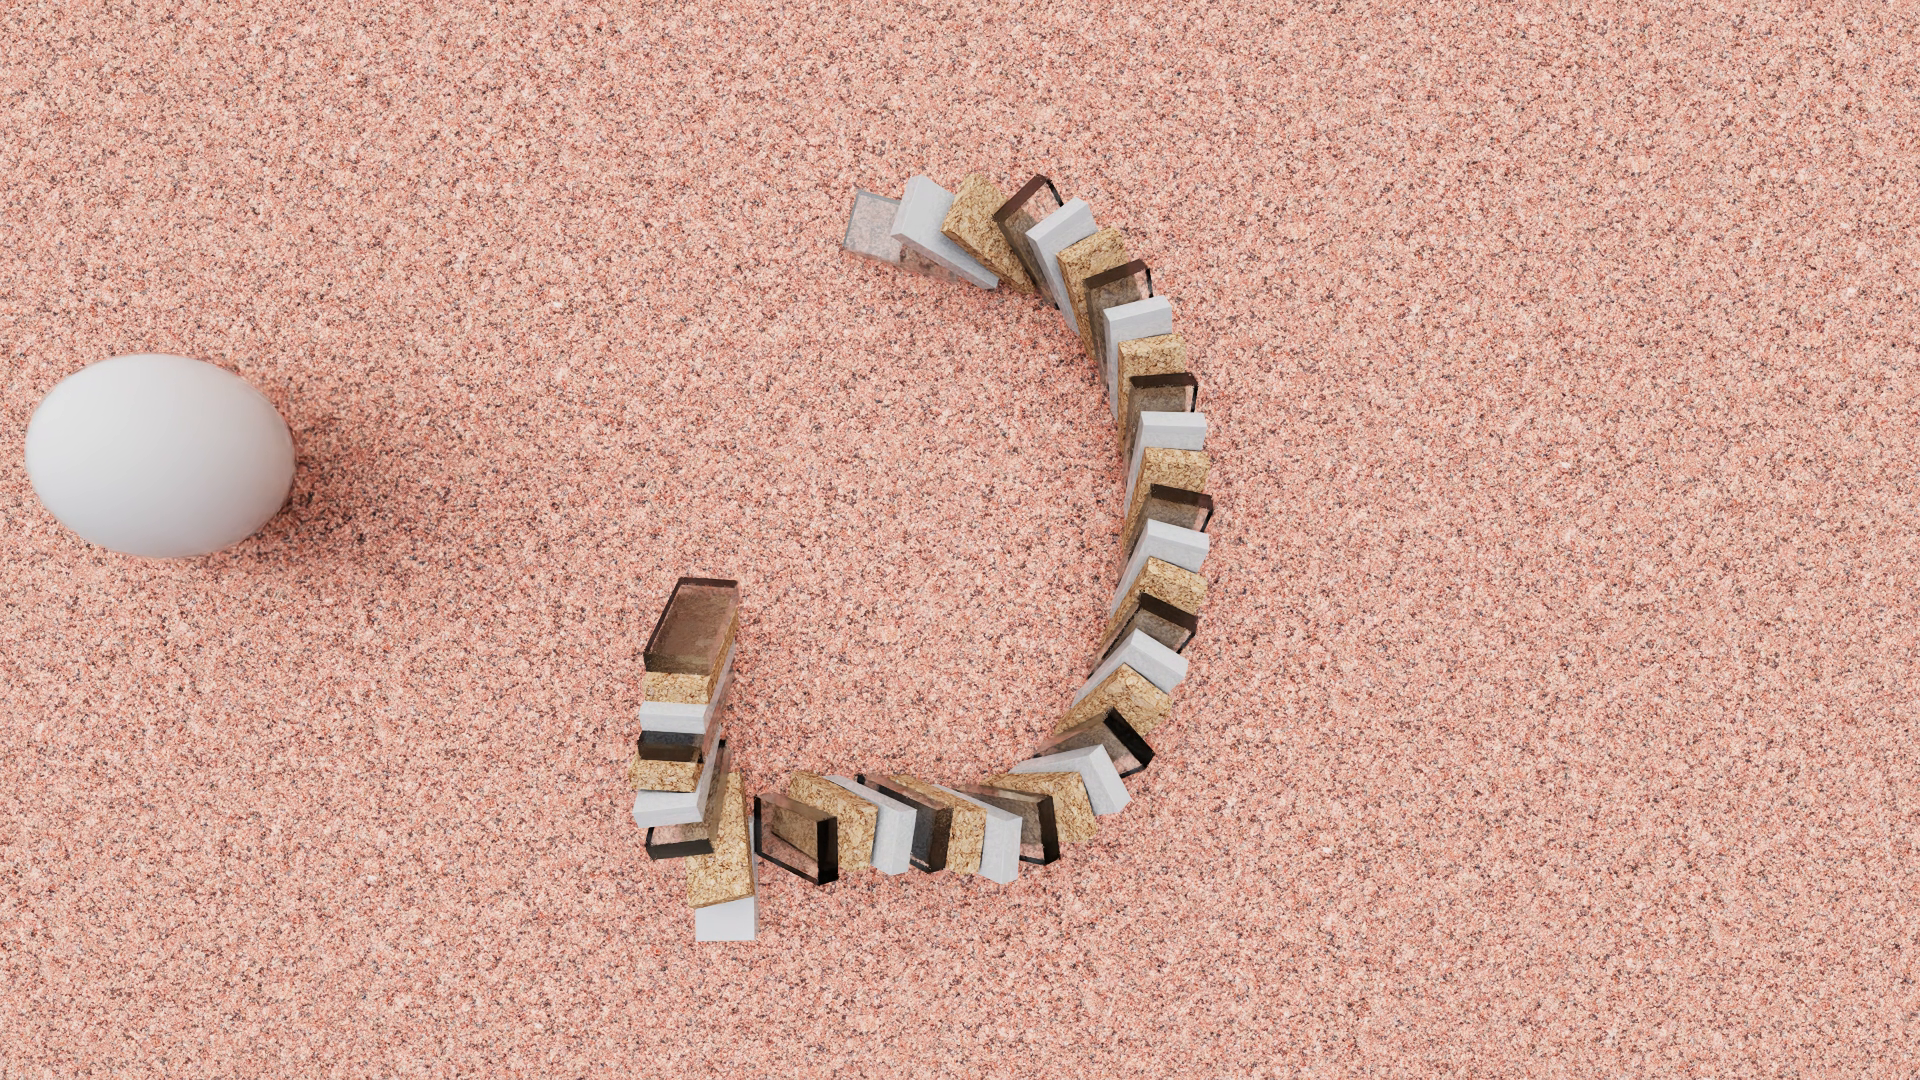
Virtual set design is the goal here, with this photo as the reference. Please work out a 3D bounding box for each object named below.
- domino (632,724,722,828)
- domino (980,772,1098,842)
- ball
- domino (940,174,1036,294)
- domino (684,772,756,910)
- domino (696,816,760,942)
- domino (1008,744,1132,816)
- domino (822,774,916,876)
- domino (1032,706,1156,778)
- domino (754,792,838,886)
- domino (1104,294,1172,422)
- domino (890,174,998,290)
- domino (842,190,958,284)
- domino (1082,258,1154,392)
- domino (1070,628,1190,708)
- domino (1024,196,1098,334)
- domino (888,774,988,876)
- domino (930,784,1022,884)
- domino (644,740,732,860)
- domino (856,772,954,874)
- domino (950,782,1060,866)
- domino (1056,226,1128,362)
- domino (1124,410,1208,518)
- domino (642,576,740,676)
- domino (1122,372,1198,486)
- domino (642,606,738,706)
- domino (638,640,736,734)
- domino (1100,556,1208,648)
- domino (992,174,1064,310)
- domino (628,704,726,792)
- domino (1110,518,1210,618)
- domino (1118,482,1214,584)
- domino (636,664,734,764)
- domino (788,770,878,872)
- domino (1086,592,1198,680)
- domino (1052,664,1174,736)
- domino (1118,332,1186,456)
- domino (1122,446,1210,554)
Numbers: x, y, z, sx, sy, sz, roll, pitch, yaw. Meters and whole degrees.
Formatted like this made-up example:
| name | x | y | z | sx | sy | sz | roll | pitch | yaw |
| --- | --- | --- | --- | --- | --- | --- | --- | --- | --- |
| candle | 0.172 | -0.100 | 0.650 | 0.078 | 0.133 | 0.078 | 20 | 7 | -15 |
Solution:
| name | x | y | z | sx | sy | sz | roll | pitch | yaw |
| --- | --- | --- | --- | --- | --- | --- | --- | --- | --- |
| domino | -0.115 | 0.094 | 0.377 | 0.025 | 0.050 | 0.009 | -6 | 125 | 0 |
| domino | 0.032 | 0.110 | 0.379 | 0.009 | 0.050 | 0.025 | -18 | 90 | -43 |
| ball | -0.310 | -0.032 | 0.360 | 0.080 | 0.080 | 0.080 | 0 | 90 | 0 |
| domino | 0.017 | -0.126 | 0.380 | 0.050 | 0.009 | 0.025 | 25 | 90 | -42 |
| domino | -0.101 | 0.125 | 0.383 | 0.025 | 0.010 | 0.050 | -11 | 62 | -5 |
| domino | -0.101 | 0.146 | 0.395 | 0.025 | 0.010 | 0.050 | -1 | 90 | 0 |
| domino | 0.044 | 0.101 | 0.378 | 0.010 | 0.050 | 0.025 | -28 | 90 | -43 |
| domino | -0.040 | 0.117 | 0.379 | 0.050 | 0.010 | 0.025 | 8 | 90 | 44 |
| domino | 0.054 | 0.089 | 0.378 | 0.025 | 0.050 | 0.010 | 48 | 48 | 0 |
| domino | -0.068 | 0.122 | 0.378 | 0.010 | 0.050 | 0.025 | -1 | 90 | -41 |
| domino | 0.074 | -0.074 | 0.380 | 0.025 | 0.010 | 0.050 | -14 | 133 | 0 |
| domino | -0.003 | -0.127 | 0.382 | 0.050 | 0.009 | 0.025 | 20 | 88 | -35 |
| domino | -0.023 | -0.131 | 0.395 | 0.050 | 0.010 | 0.025 | 16 | 90 | 0 |
| domino | 0.068 | -0.088 | 0.379 | 0.025 | 0.009 | 0.050 | -20 | 133 | 0 |
| domino | 0.070 | 0.060 | 0.380 | 0.025 | 0.009 | 0.050 | 32 | 133 | 0 |
| domino | 0.048 | -0.112 | 0.379 | 0.025 | 0.010 | 0.050 | -36 | 134 | 0 |
| domino | -0.012 | 0.117 | 0.379 | 0.010 | 0.050 | 0.025 | 8 | 90 | -45 |
| domino | 0.003 | 0.120 | 0.378 | 0.009 | 0.050 | 0.025 | 2 | 93 | -44 |
| domino | -0.111 | 0.106 | 0.377 | 0.025 | 0.050 | 0.010 | -6 | 127 | 0 |
| domino | -0.025 | 0.116 | 0.379 | 0.010 | 0.050 | 0.025 | 8 | 90 | -45 |
| domino | 0.018 | 0.117 | 0.379 | 0.009 | 0.050 | 0.025 | -8 | 91 | -44 |
| domino | 0.059 | -0.101 | 0.379 | 0.025 | 0.010 | 0.050 | -28 | 133 | 0 |
| domino | 0.084 | -0.030 | 0.380 | 0.025 | 0.009 | 0.050 | 2 | 132 | 0 |
| domino | -0.109 | 0.034 | 0.377 | 0.025 | 0.050 | 0.010 | 4 | 124 | 0 |
| domino | 0.082 | -0.045 | 0.380 | 0.025 | 0.009 | 0.050 | -4 | 133 | 0 |
| domino | -0.110 | 0.046 | 0.377 | 0.025 | 0.050 | 0.009 | 4 | 124 | 0 |
| domino | -0.111 | 0.057 | 0.377 | 0.025 | 0.050 | 0.010 | 4 | 124 | 0 |
| domino | 0.080 | 0.031 | 0.380 | 0.025 | 0.009 | 0.050 | 21 | 132 | 0 |
| domino | 0.036 | -0.122 | 0.379 | 0.025 | 0.009 | 0.050 | -44 | 134 | 0 |
| domino | -0.115 | 0.080 | 0.377 | 0.025 | 0.050 | 0.010 | 4 | 124 | 0 |
| domino | 0.082 | 0.016 | 0.380 | 0.025 | 0.010 | 0.050 | 15 | 132 | 0 |
| domino | 0.084 | 0.001 | 0.380 | 0.025 | 0.009 | 0.050 | 12 | 132 | 0 |
| domino | -0.112 | 0.069 | 0.377 | 0.025 | 0.050 | 0.009 | 4 | 124 | 0 |
| domino | -0.054 | 0.115 | 0.378 | 0.010 | 0.050 | 0.025 | 8 | 90 | -42 |
| domino | 0.075 | 0.045 | 0.380 | 0.025 | 0.009 | 0.050 | 25 | 132 | 0 |
| domino | 0.063 | 0.074 | 0.379 | 0.025 | 0.009 | 0.050 | 37 | 133 | 0 |
| domino | 0.079 | -0.060 | 0.380 | 0.025 | 0.010 | 0.050 | -9 | 133 | 0 |
| domino | 0.084 | -0.015 | 0.380 | 0.025 | 0.010 | 0.050 | 5 | 132 | 0 |
